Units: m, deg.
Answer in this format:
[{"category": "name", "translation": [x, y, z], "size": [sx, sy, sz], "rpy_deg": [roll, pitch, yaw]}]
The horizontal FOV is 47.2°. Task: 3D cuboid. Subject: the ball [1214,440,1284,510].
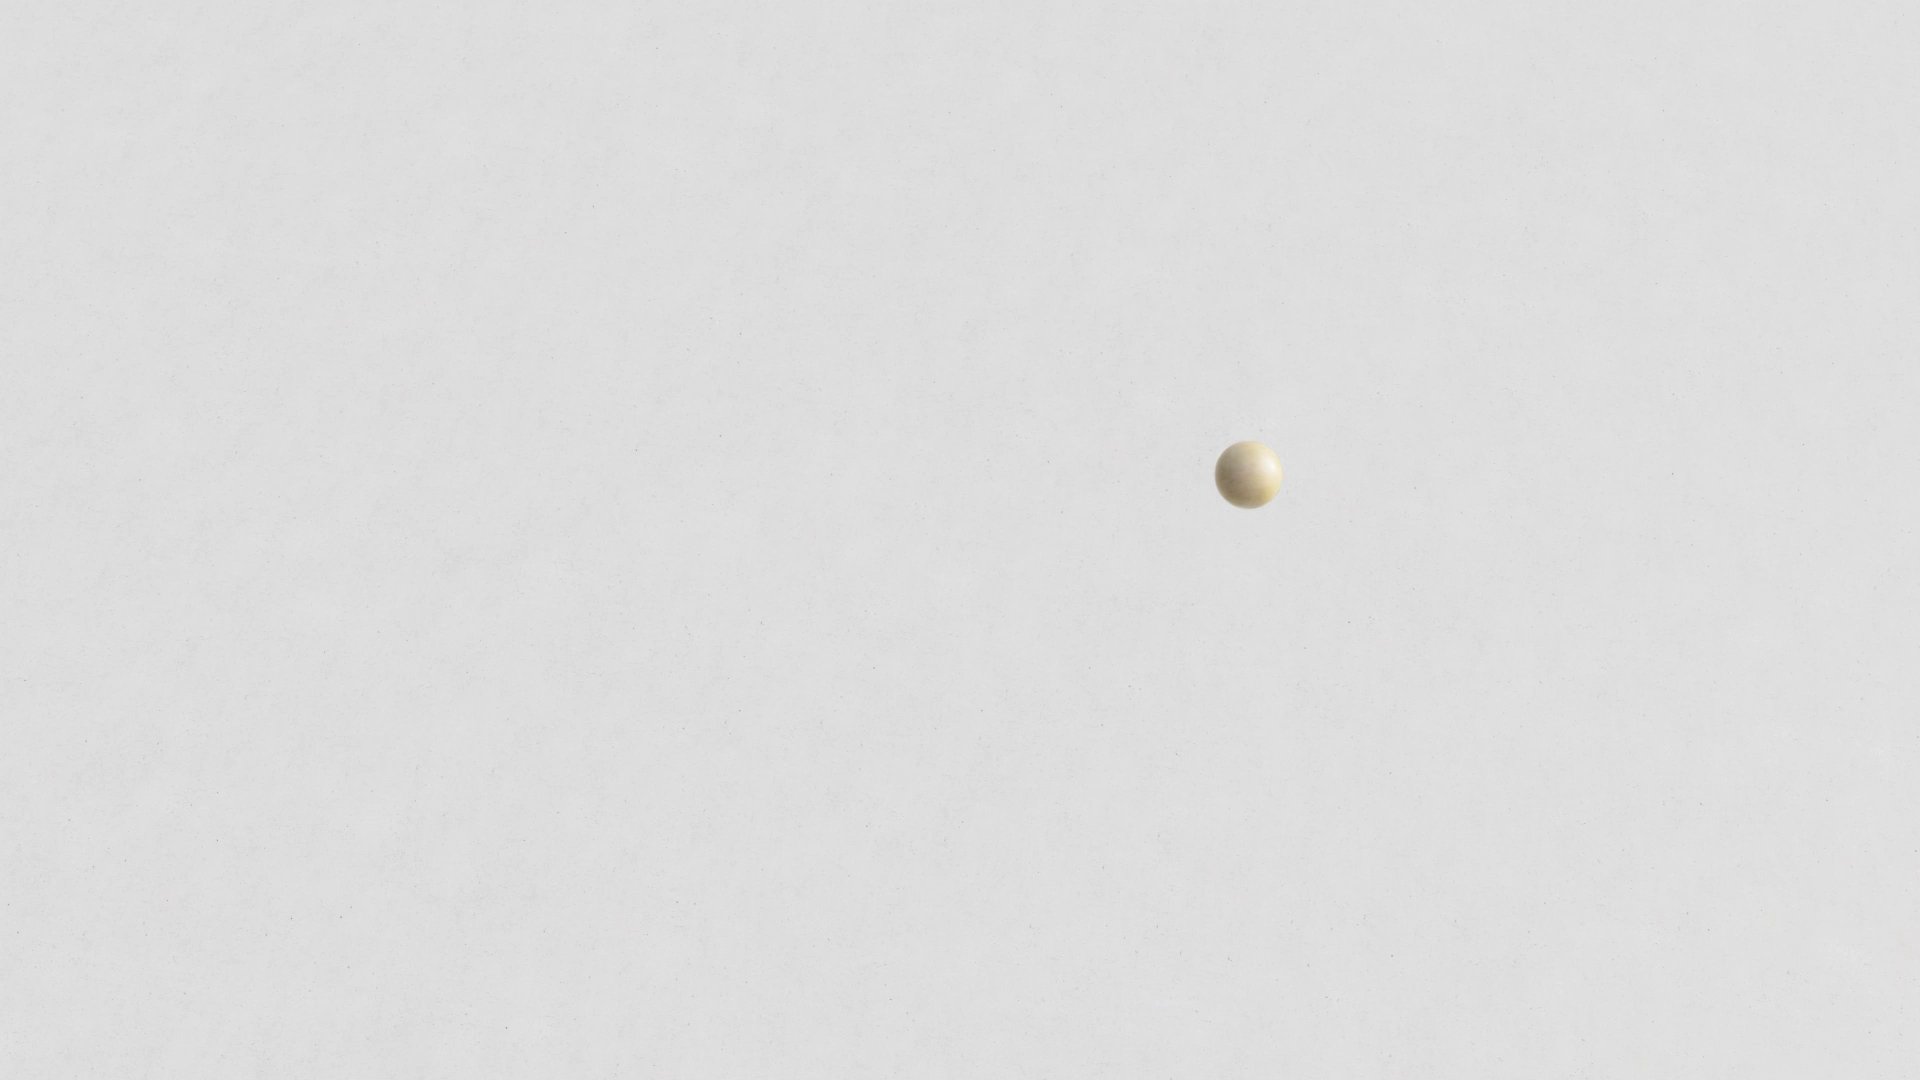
[{"category": "ball", "translation": [0.546, -0.123, 4.163], "size": [0.131, 0.131, 0.131], "rpy_deg": [0, 56, 0]}]
